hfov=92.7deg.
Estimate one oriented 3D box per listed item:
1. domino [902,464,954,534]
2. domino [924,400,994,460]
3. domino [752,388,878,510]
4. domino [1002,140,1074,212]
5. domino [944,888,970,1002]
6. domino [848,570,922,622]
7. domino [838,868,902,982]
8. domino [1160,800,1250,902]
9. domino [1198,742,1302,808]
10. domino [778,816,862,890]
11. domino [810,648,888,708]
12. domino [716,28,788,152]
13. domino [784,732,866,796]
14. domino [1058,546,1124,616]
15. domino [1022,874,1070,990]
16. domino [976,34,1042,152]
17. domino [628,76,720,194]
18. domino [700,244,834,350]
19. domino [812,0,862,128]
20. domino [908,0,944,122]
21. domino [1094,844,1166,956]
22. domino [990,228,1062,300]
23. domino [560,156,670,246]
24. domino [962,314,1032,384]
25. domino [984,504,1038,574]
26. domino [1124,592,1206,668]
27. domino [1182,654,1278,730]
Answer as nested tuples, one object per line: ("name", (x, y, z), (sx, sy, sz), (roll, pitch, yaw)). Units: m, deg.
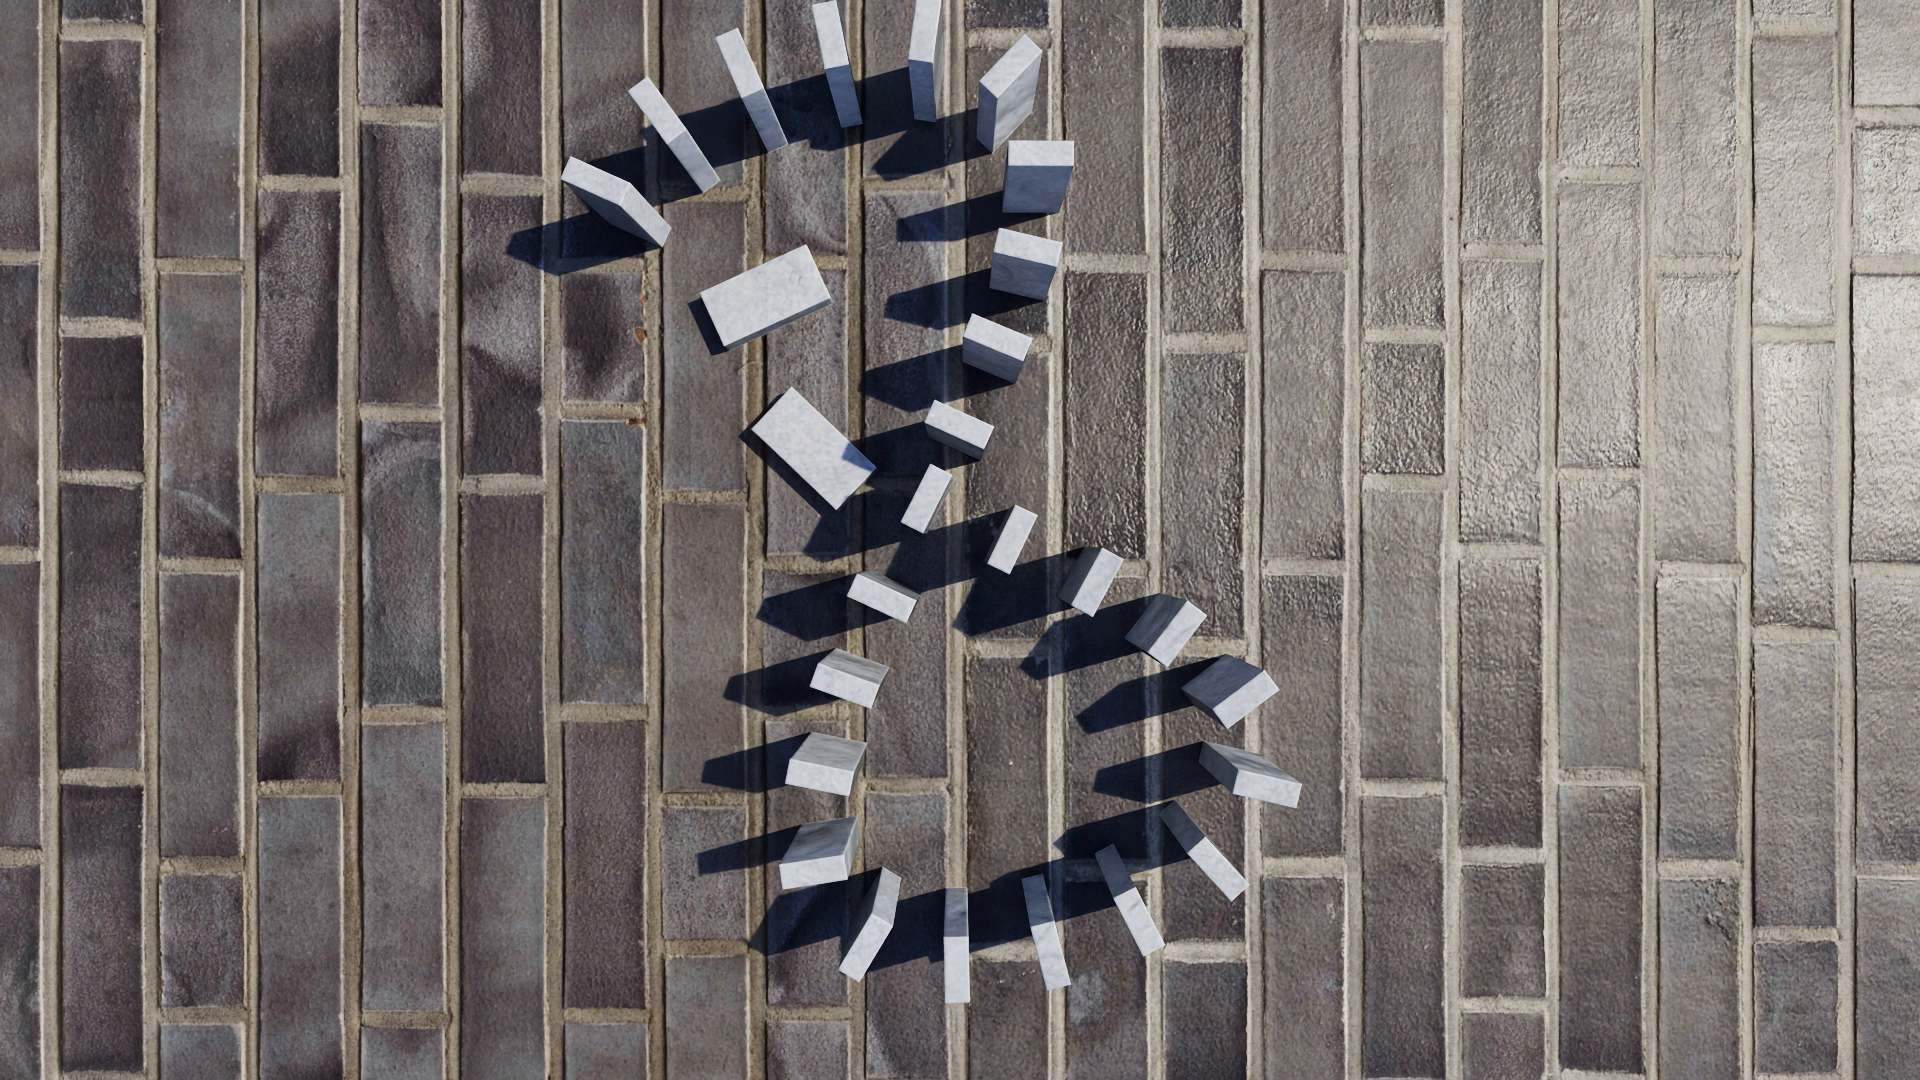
("domino", (-0.013, -0.016, 0.375), (0.010, 0.050, 0.025), (27, 90, 0))
("domino", (0.000, -0.044, 0.375), (0.025, 0.050, 0.010), (24, 90, 0))
("domino", (-0.062, -0.039, 0.395), (0.050, 0.009, 0.025), (44, 90, 0))
("domino", (0.031, -0.148, 0.375), (0.025, 0.050, 0.010), (0, 90, 0))
("domino", (-0.001, 0.164, 0.375), (0.009, 0.050, 0.025), (-1, 90, 0))
("domino", (-0.030, 0.022, 0.375), (0.025, 0.050, 0.010), (25, 90, 0))
("domino", (-0.036, 0.156, 0.375), (0.009, 0.050, 0.025), (31, 90, 0))
("domino", (0.099, 0.126, 0.375), (0.010, 0.050, 0.025), (-43, 90, 0))
("domino", (0.117, 0.095, 0.375), (0.025, 0.050, 0.009), (13, 90, 0))
("domino", (-0.056, 0.127, 0.375), (0.025, 0.050, 0.009), (-9, 90, 0))
("domino", (-0.044, 0.056, 0.375), (0.025, 0.050, 0.010), (20, 90, 0))
("domino", (-0.084, -0.182, 0.375), (0.010, 0.050, 0.025), (-24, 90, 0))
("domino", (-0.054, 0.091, 0.375), (0.025, 0.050, 0.010), (11, 90, 0))
("domino", (0.053, 0.016, 0.375), (0.010, 0.050, 0.025), (28, 90, 0))
("domino", (0.035, 0.159, 0.375), (0.010, 0.050, 0.025), (-15, 90, 0))
("domino", (0.019, -0.181, 0.375), (0.010, 0.050, 0.025), (44, 90, 0))
("domino", (-0.116, -0.164, 0.375), (0.009, 0.050, 0.025), (-36, 90, 0))
("domino", (-0.083, -0.104, 0.395), (0.050, 0.010, 0.025), (-25, 90, 0))
("domino", (-0.050, -0.193, 0.375), (0.009, 0.050, 0.025), (-11, 90, 0))
("domino", (-0.013, -0.195, 0.375), (0.009, 0.050, 0.025), (8, 90, 0))
("domino", (0.068, 0.146, 0.375), (0.010, 0.050, 0.025), (-27, 90, 0))
("domino", (0.026, -0.112, 0.375), (0.025, 0.050, 0.010), (13, 90, 0))
("domino", (-0.139, -0.137, 0.375), (0.025, 0.050, 0.009), (24, 90, 0))
("domino", (0.014, -0.077, 0.375), (0.025, 0.050, 0.010), (23, 90, 0))
("domino", (0.020, 0.000, 0.375), (0.009, 0.050, 0.025), (26, 90, 0))
("domino", (0.083, 0.036, 0.375), (0.009, 0.050, 0.025), (38, 90, 0))
("domino", (0.109, 0.061, 0.375), (0.025, 0.050, 0.010), (-37, 90, 0))
